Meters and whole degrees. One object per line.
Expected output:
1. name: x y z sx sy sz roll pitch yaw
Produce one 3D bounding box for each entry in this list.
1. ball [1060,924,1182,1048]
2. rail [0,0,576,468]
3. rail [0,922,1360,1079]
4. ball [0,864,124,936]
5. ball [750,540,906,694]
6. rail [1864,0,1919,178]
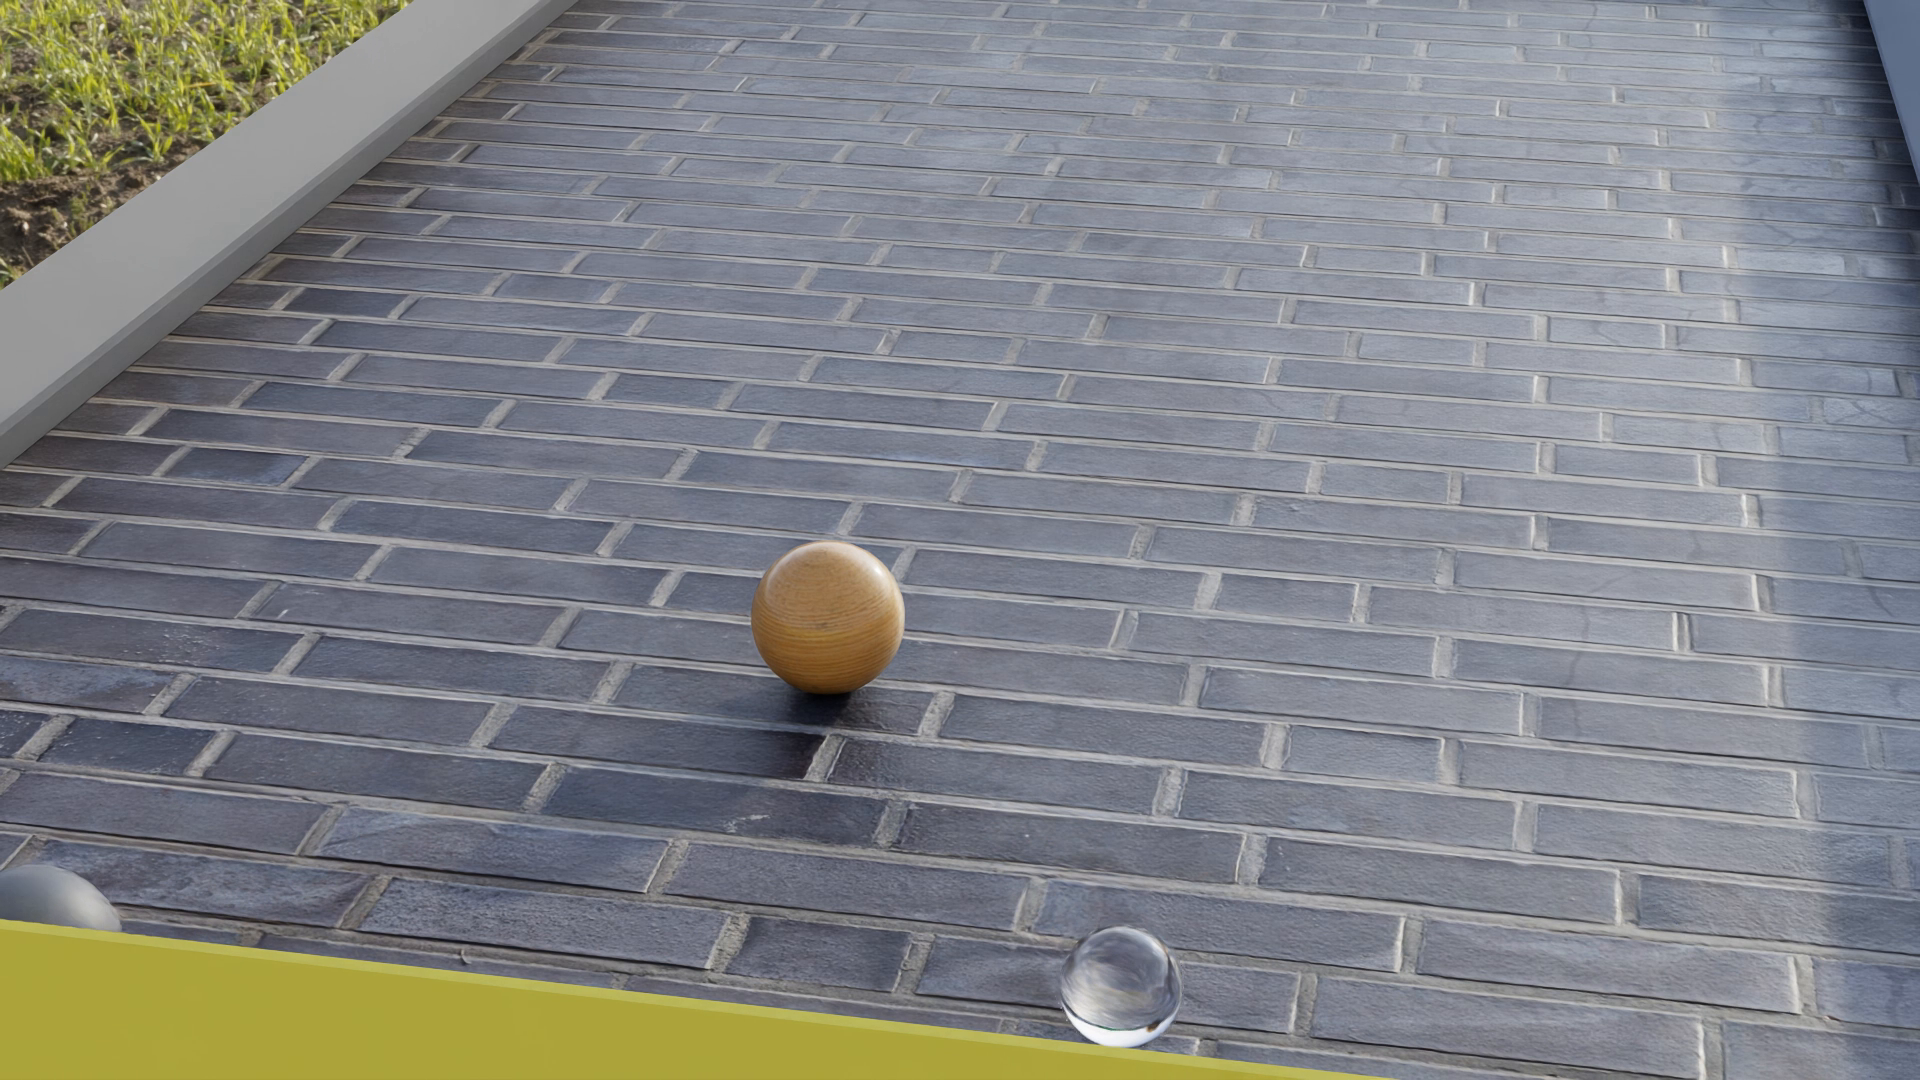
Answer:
1. ball: 0.080 0.221 1.455 0.061 0.061 0.061 0 25 0
2. rail: -0.549 -0.352 2.603 0.045 0.122 2.645 5 26 10
3. rail: -0.125 0.246 1.327 1.431 0.122 0.045 5 26 10
4. ball: -0.459 0.205 1.454 0.089 0.089 0.089 0 25 0
5. ball: -0.080 0.047 1.786 0.094 0.094 0.094 0 25 0
6. rail: 0.808 -0.237 2.357 0.045 0.122 2.645 5 26 10
